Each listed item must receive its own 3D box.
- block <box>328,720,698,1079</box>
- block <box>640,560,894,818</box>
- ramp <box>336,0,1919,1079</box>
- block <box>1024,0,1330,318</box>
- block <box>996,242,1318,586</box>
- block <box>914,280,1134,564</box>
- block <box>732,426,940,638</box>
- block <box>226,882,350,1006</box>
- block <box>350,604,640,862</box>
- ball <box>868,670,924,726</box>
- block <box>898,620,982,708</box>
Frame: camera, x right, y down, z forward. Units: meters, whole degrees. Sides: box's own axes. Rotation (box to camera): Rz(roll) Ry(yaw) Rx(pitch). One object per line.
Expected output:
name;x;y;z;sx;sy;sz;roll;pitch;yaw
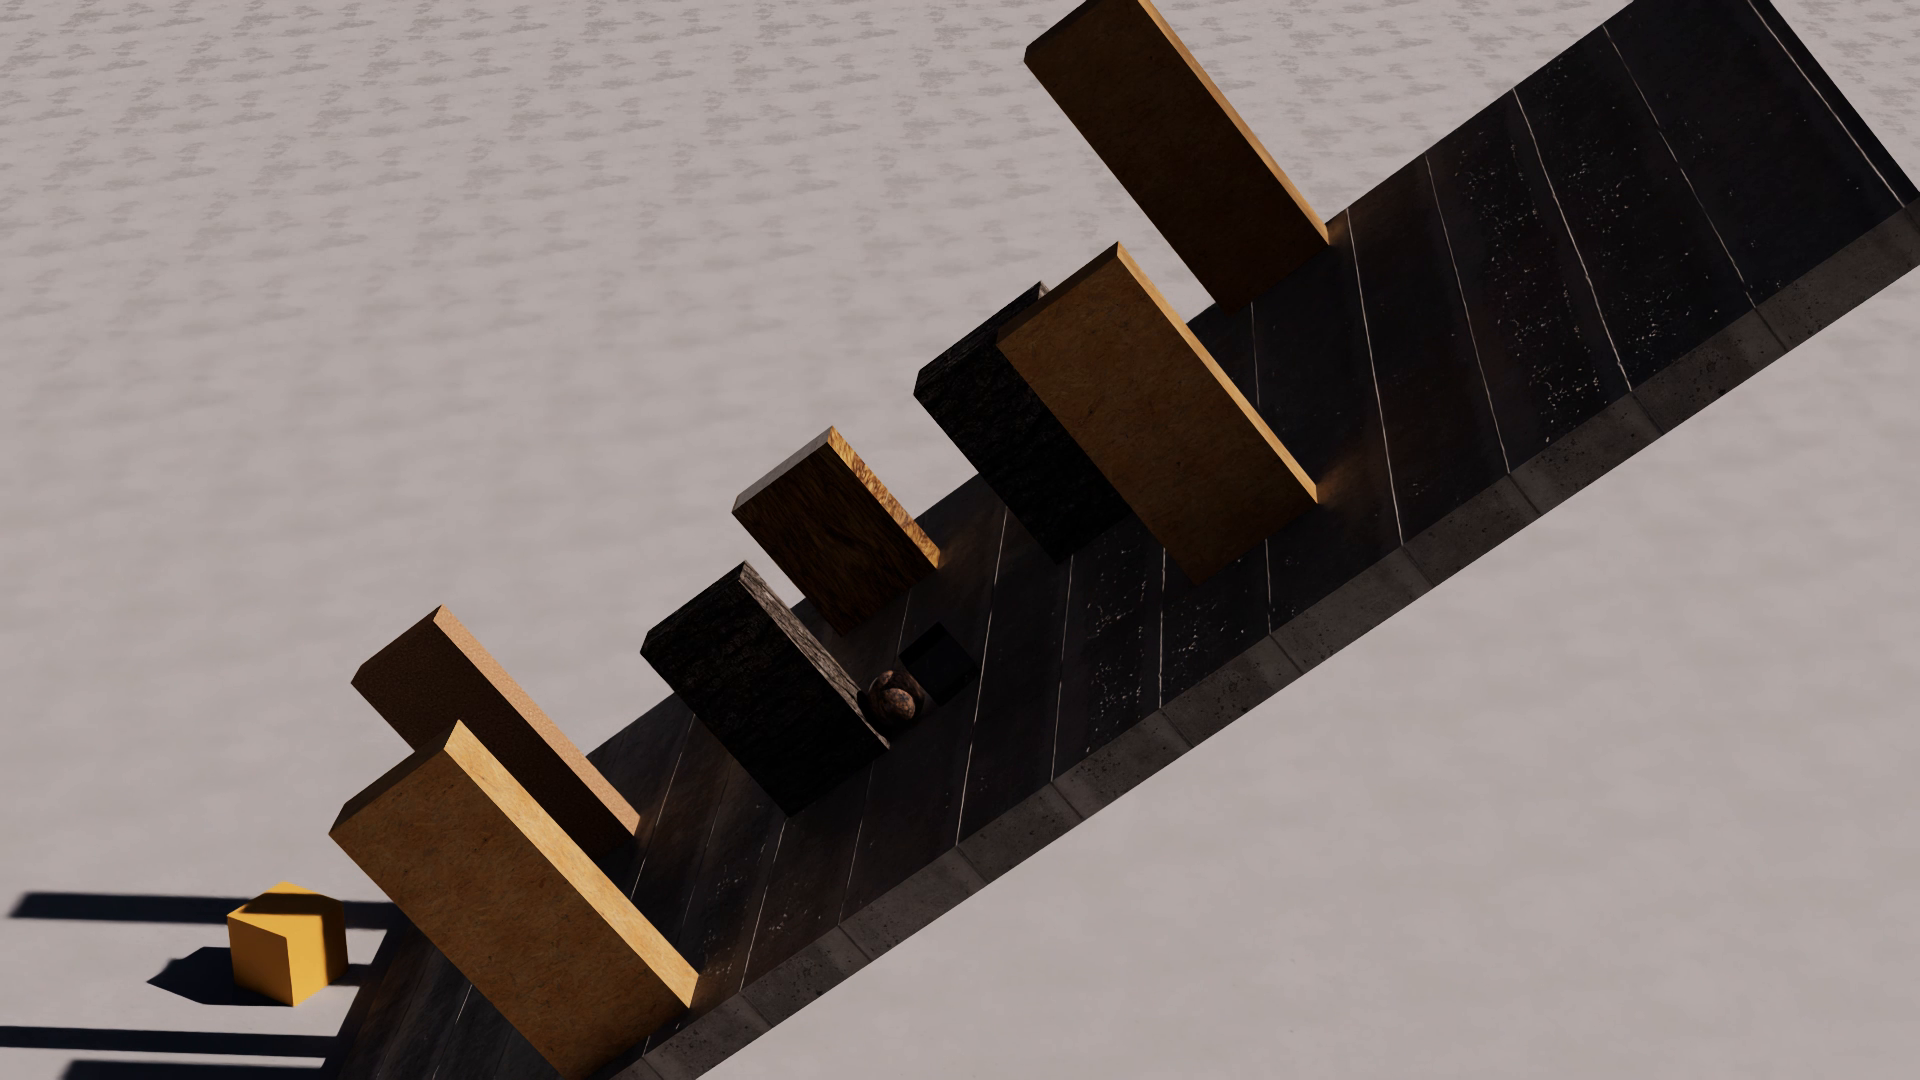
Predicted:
block;-0.859;0.708;5.698;0.305;0.704;0.123;-36;16;18
block;-0.400;0.313;6.119;0.271;0.482;0.106;-36;16;18
ramp;0.123;0.184;6.336;4.000;0.100;2.000;-36;16;18
block;0.504;-0.913;6.808;0.290;0.773;0.142;-36;16;18
block;0.374;-0.234;5.552;0.285;0.617;0.091;-36;16;18
block;0.189;-0.248;6.257;0.334;0.490;0.149;-36;16;18
block;-0.290;-0.019;6.917;0.294;0.402;0.105;-36;16;18
block;-1.693;1.017;7.416;0.201;0.201;0.201;14;27;29
block;-1.073;0.489;6.823;0.263;0.690;0.093;-36;16;18
ball;-0.133;0.329;6.127;0.119;0.119;0.119;0;23;0
block;-0.042;0.258;6.122;0.112;0.112;0.112;-40;16;0
